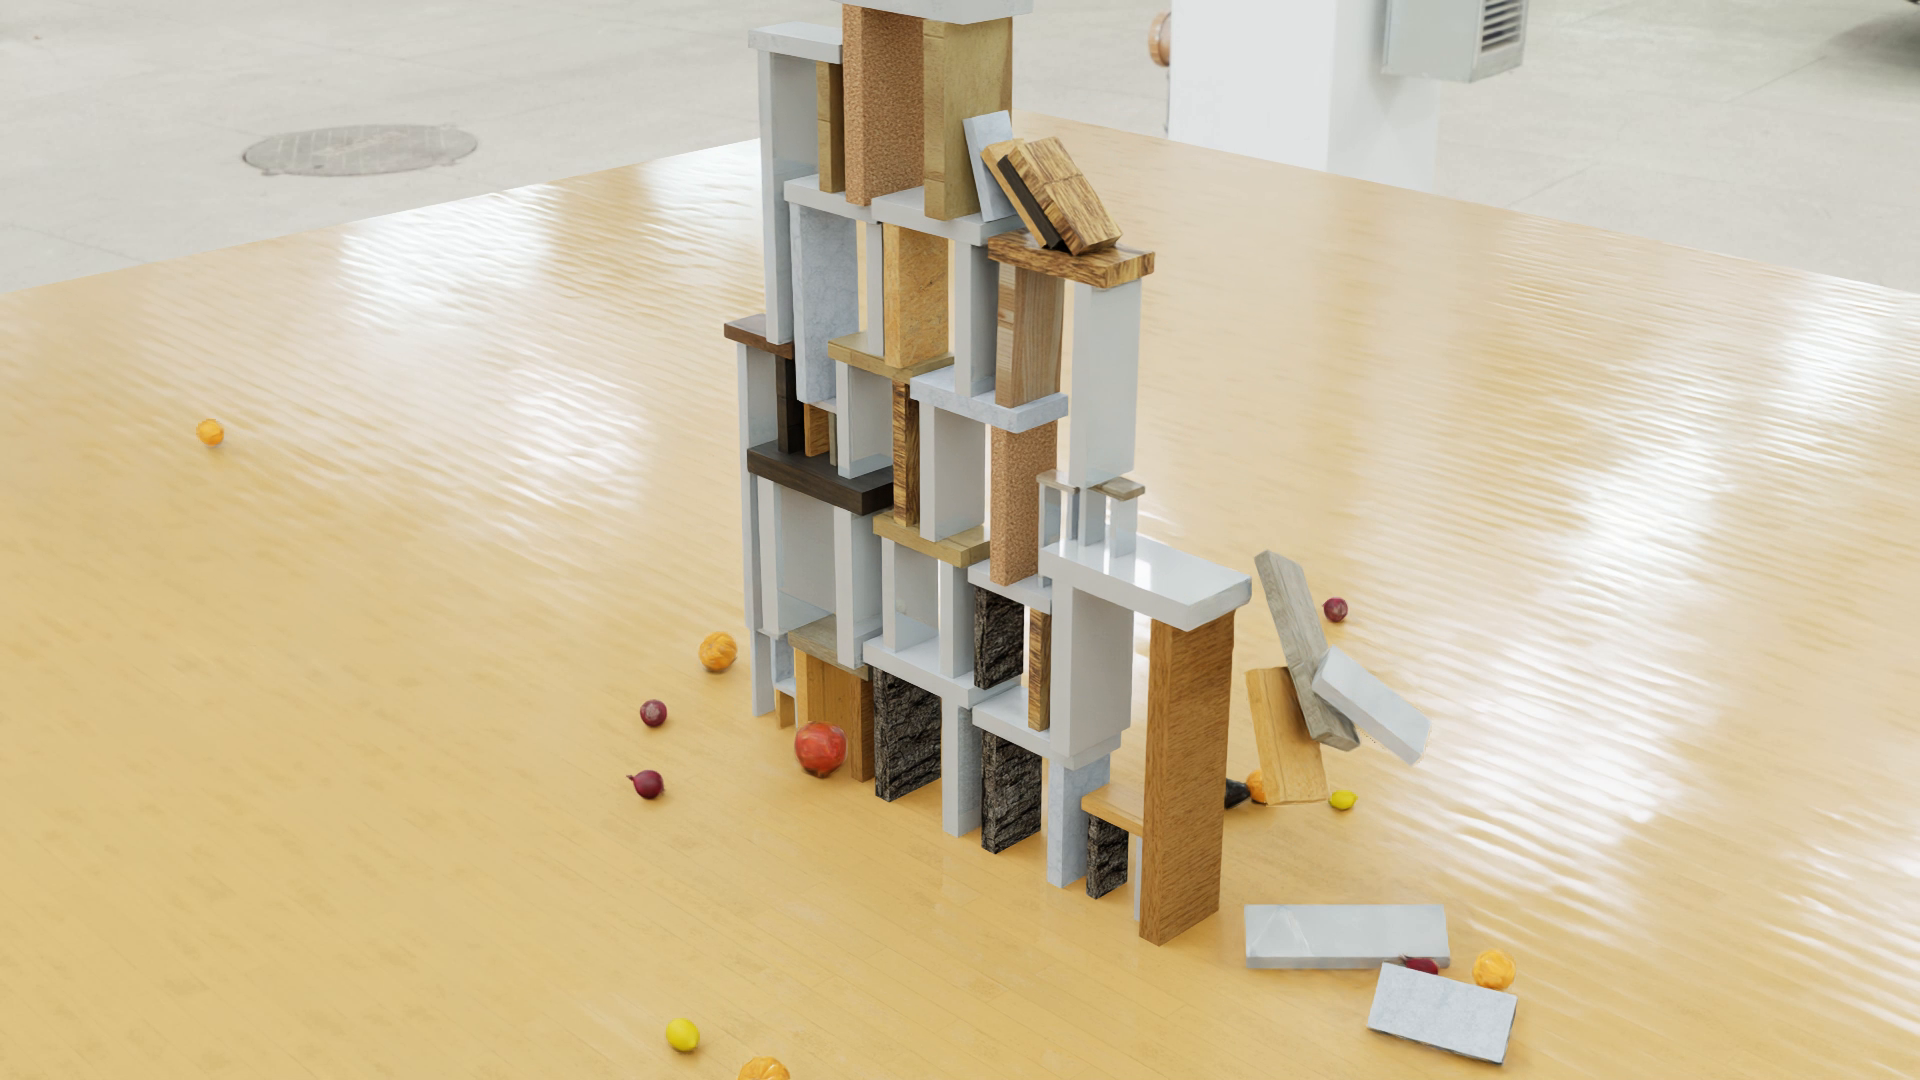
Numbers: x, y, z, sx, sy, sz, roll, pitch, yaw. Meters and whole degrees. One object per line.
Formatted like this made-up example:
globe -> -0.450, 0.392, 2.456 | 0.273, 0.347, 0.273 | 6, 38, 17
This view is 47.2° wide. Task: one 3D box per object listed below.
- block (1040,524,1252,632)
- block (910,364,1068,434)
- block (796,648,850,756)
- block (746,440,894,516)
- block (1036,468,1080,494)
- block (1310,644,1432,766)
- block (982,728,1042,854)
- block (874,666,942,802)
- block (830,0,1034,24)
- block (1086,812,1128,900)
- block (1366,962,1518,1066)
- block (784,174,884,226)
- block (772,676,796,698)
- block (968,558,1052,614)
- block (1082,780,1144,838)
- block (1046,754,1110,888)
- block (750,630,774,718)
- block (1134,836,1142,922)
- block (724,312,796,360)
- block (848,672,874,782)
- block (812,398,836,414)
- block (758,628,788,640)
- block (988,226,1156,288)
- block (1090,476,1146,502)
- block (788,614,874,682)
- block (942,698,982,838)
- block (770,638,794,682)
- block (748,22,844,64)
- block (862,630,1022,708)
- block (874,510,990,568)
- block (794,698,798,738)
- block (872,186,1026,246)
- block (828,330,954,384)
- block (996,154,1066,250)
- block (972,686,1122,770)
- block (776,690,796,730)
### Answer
block -> 0.326, 0.062, 3.896 | 0.172, 0.049, 0.345 | -21, 31, -40
block -> 0.052, -0.264, 4.055 | 0.275, 0.039, 0.137 | 21, 31, 40
block -> -0.290, 0.327, 4.677 | 0.035, 0.244, 0.122 | 21, 31, 40
block -> -0.252, -0.140, 4.434 | 0.344, 0.049, 0.172 | 21, 31, 40
block -> 0.187, -0.106, 3.977 | 0.092, 0.013, 0.046 | 20, 30, 40
block -> 0.694, 0.278, 3.710 | 0.214, 0.030, 0.107 | 38, 35, -2
block -> 0.102, 0.471, 4.312 | 0.037, 0.265, 0.132 | 21, 31, 41
block -> -0.107, 0.374, 4.499 | 0.042, 0.297, 0.149 | 21, 31, 41
block -> -0.054, -0.966, 3.879 | 0.172, 0.049, 0.345 | -21, 31, -40
block -> 0.280, 0.582, 4.160 | 0.025, 0.179, 0.090 | 21, 31, 41
block -> 0.818, 0.803, 3.730 | 0.230, 0.115, 0.033 | 11, -19, 23
block -> -0.200, -0.651, 4.171 | 0.258, 0.037, 0.129 | 21, 31, 40
block -> -0.355, 0.319, 4.746 | 0.048, 0.014, 0.095 | -20, 30, -41
block -> 0.127, 0.080, 4.122 | 0.106, 0.030, 0.212 | -21, 31, -40
block -> 0.322, 0.504, 4.081 | 0.179, 0.025, 0.090 | 21, 31, 41
block -> 0.227, 0.520, 4.197 | 0.132, 0.265, 0.037 | -21, 31, -41
block -> -0.433, 0.283, 4.821 | 0.052, 0.213, 0.015 | -21, 31, -41
block -> 0.364, 0.615, 4.082 | 0.025, 0.179, 0.090 | 21, 31, 41
block -> -0.372, -0.413, 4.451 | 0.206, 0.029, 0.103 | 21, 31, 40
block -> -0.172, 0.371, 4.574 | 0.035, 0.244, 0.122 | 21, 31, 41
block -> -0.262, -0.279, 4.391 | 0.056, 0.016, 0.112 | -20, 30, -40
block -> -0.408, 0.187, 4.754 | 0.104, 0.015, 0.052 | 21, 30, 40
block -> 0.192, -0.494, 3.816 | 0.266, 0.038, 0.133 | 21, 31, 39
block -> 0.268, -0.098, 3.903 | 0.056, 0.016, 0.112 | -20, 30, -39
block -> -0.230, 0.221, 4.572 | 0.244, 0.035, 0.122 | 21, 31, 40
block -> 0.033, 0.429, 4.370 | 0.042, 0.297, 0.148 | 21, 31, 41
block -> -0.384, 0.252, 4.755 | 0.052, 0.104, 0.015 | -20, 30, -40
block -> -0.268, -0.932, 4.115 | 0.245, 0.035, 0.122 | 20, 30, 39
block -> -0.037, 0.245, 4.369 | 0.297, 0.042, 0.148 | 21, 31, 41
block -> -0.041, -0.013, 4.259 | 0.121, 0.034, 0.242 | -21, 31, -41
block -> -0.333, 0.379, 4.746 | 0.014, 0.095, 0.048 | 21, 31, 41
block -> -0.016, -0.589, 3.987 | 0.273, 0.039, 0.136 | 20, 30, 40
block -> -0.129, -0.353, 4.222 | 0.119, 0.034, 0.238 | -21, 31, -40
block -> 0.147, -0.591, 3.796 | 0.090, 0.026, 0.181 | -22, 75, -41
block -> 0.164, 0.356, 4.196 | 0.132, 0.037, 0.265 | -21, 31, -41
block -> -0.378, 0.361, 4.788 | 0.048, 0.095, 0.014 | -20, 30, -40
